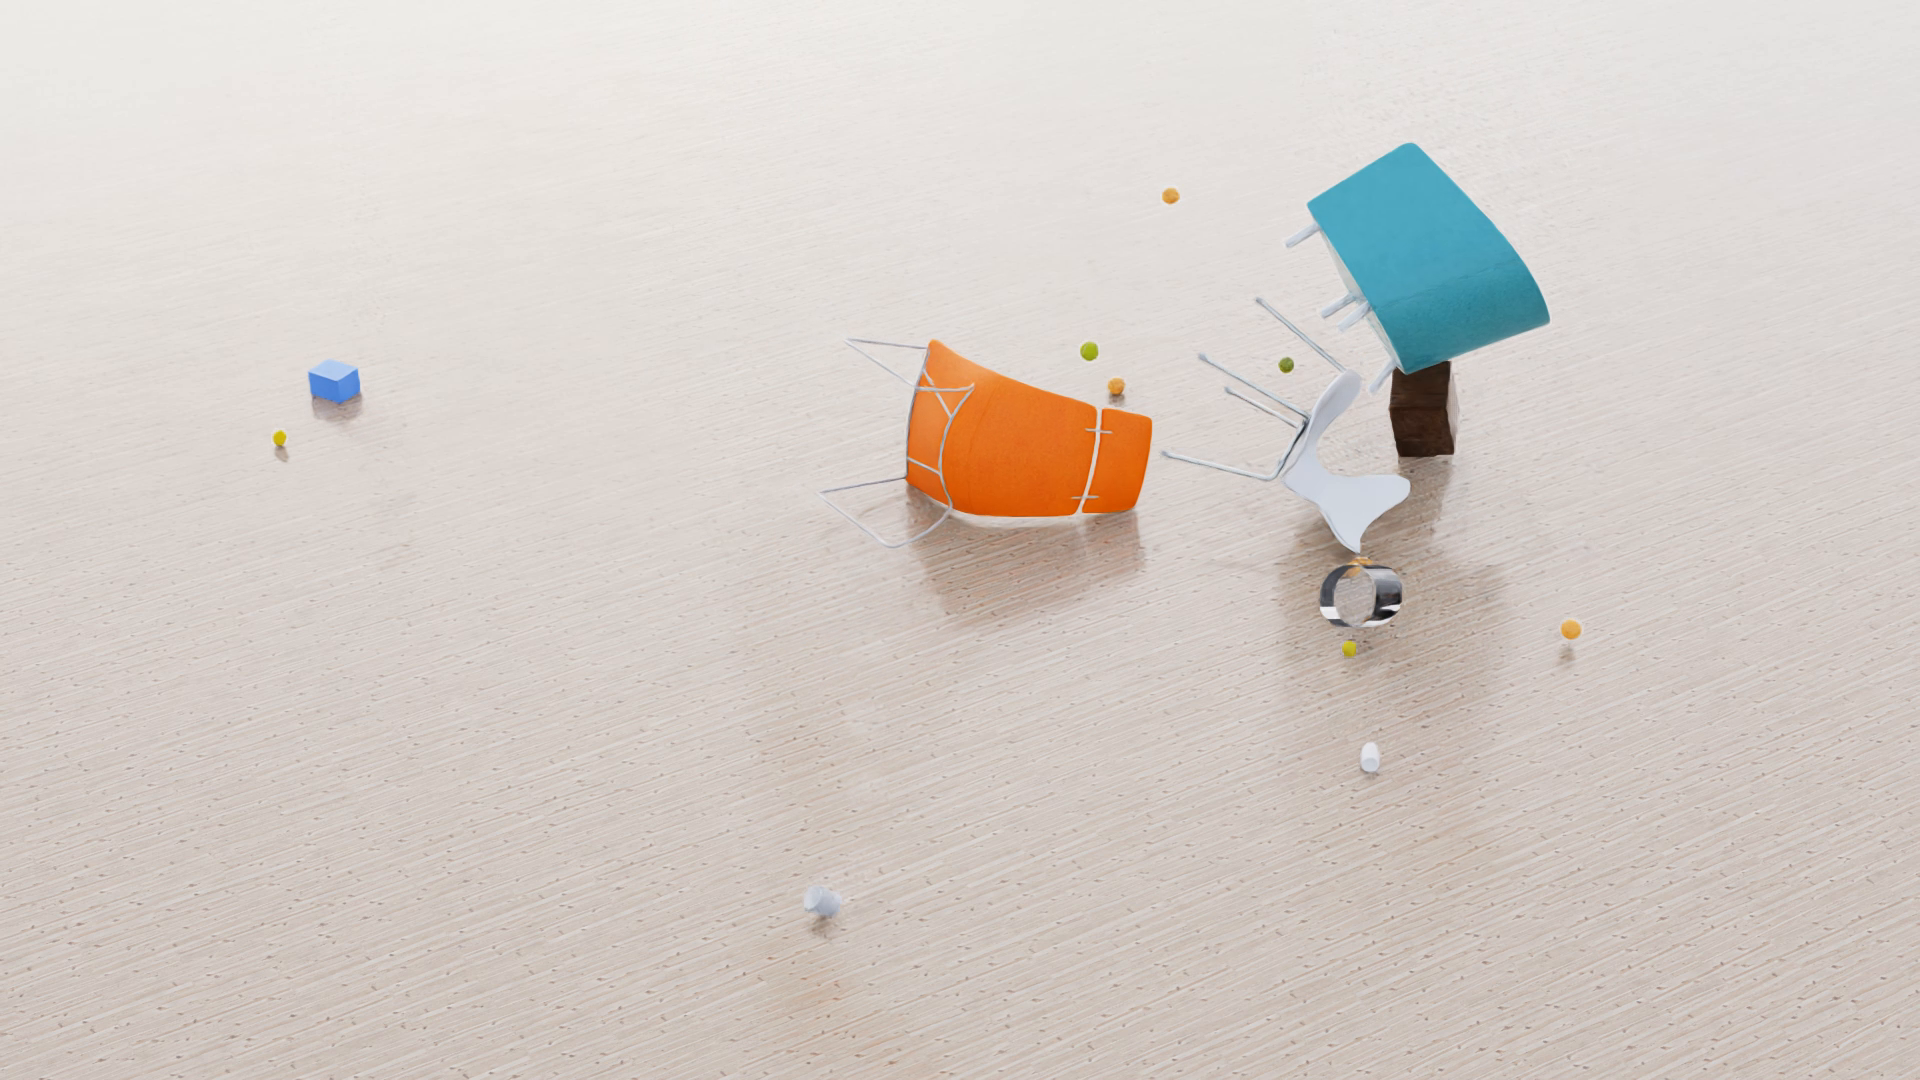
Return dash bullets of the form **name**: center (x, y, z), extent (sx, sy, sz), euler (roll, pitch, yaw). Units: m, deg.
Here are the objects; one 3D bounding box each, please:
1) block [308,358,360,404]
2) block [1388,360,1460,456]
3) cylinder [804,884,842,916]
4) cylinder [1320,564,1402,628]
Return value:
- **block**: center (-2.523, -0.641, 11.823), extent (0.157, 0.105, 0.123), euler (18, 38, 26)
- **block**: center (1.801, -0.508, 11.368), extent (0.220, 0.284, 0.238), euler (-1, 50, 17)
- **cylinder**: center (-0.428, 1.123, 9.131), extent (0.082, 0.080, 0.090), euler (25, -13, -34)
- **cylinder**: center (1.420, 0.198, 10.392), extent (0.151, 0.219, 0.260), euler (-1, -16, -42)
